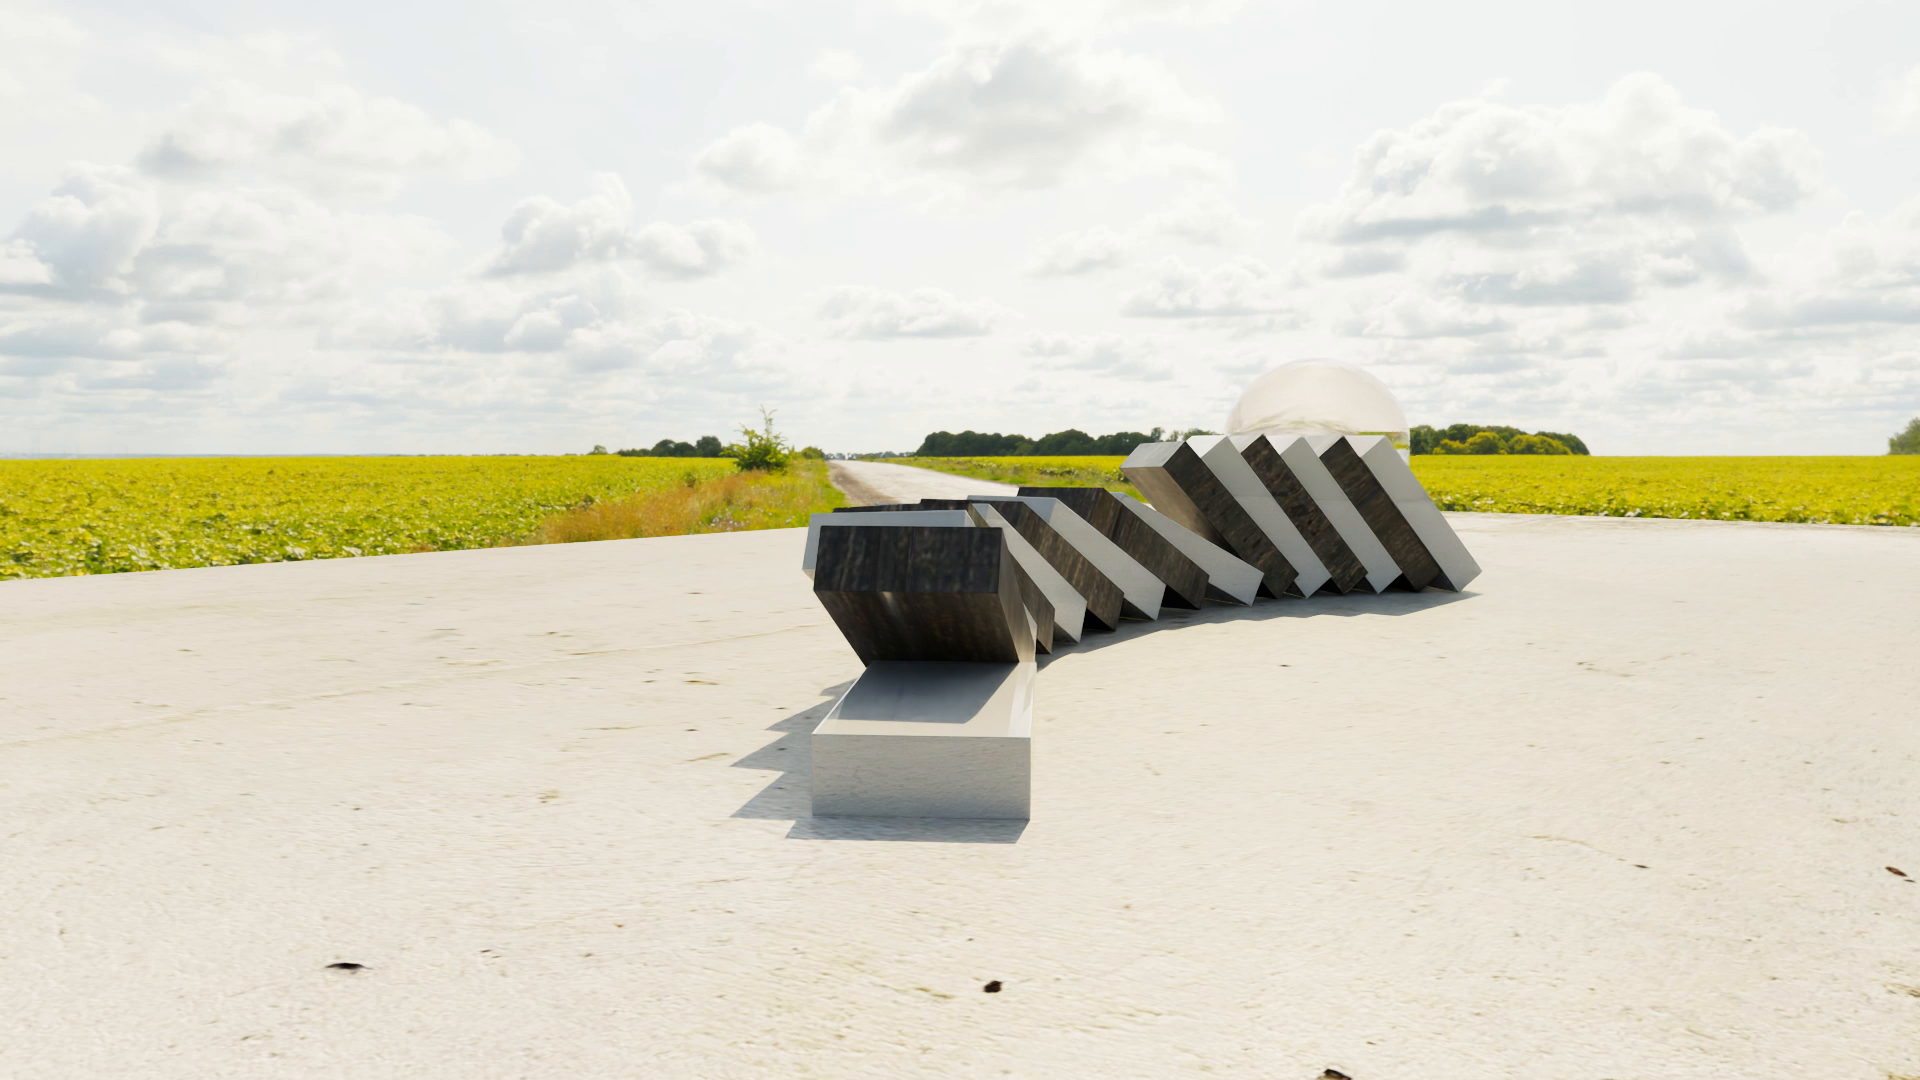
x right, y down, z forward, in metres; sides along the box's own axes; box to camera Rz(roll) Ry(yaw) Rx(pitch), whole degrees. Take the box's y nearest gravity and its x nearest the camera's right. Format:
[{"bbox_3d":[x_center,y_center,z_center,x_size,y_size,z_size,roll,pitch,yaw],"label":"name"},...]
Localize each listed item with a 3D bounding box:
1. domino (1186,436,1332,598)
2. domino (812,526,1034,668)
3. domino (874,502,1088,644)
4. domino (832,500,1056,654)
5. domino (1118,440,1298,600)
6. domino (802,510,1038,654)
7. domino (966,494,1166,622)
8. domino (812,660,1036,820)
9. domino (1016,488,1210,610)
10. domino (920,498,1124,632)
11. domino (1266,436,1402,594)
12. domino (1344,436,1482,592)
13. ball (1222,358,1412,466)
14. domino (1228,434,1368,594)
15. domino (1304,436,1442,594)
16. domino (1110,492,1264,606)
[{"bbox_3d":[0.081,-0.007,0.361,0.010,0.050,0.025,-40,11,-6],"label":"domino"},{"bbox_3d":[-0.004,0.012,0.194,0.025,0.009,0.050,1,-23,9],"label":"domino"},{"bbox_3d":[0.004,0.007,0.259,0.025,0.009,0.050,1,-23,29],"label":"domino"},{"bbox_3d":[-0.002,0.008,0.235,0.025,0.010,0.050,-2,-24,21],"label":"domino"},{"bbox_3d":[0.068,-0.005,0.350,0.010,0.050,0.025,-47,16,-12],"label":"domino"},{"bbox_3d":[-0.005,0.010,0.215,0.025,0.009,0.050,-1,-24,17],"label":"domino"},{"bbox_3d":[0.024,0.005,0.300,0.025,0.009,0.050,4,-21,41],"label":"domino"},{"bbox_3d":[-0.003,0.025,0.171,0.025,0.010,0.050,0,4,4],"label":"domino"},{"bbox_3d":[0.037,0.002,0.314,0.025,0.009,0.050,2,-23,43],"label":"domino"},{"bbox_3d":[0.014,0.006,0.280,0.025,0.009,0.050,3,-22,34],"label":"domino"},{"bbox_3d":[0.104,-0.008,0.371,0.009,0.050,0.025,-40,11,-6],"label":"domino"},{"bbox_3d":[0.128,-0.008,0.375,0.009,0.050,0.025,-40,11,-6],"label":"domino"},{"bbox_3d":[0.155,-0.040,0.560,0.080,0.080,0.080,0,4,0],"label":"ball"},{"bbox_3d":[0.093,-0.008,0.366,0.009,0.050,0.025,-40,9,-6],"label":"domino"},{"bbox_3d":[0.116,-0.008,0.374,0.009,0.050,0.025,-40,11,-6],"label":"domino"},{"bbox_3d":[0.053,0.002,0.337,0.050,0.010,0.025,27,-9,-27],"label":"domino"}]
